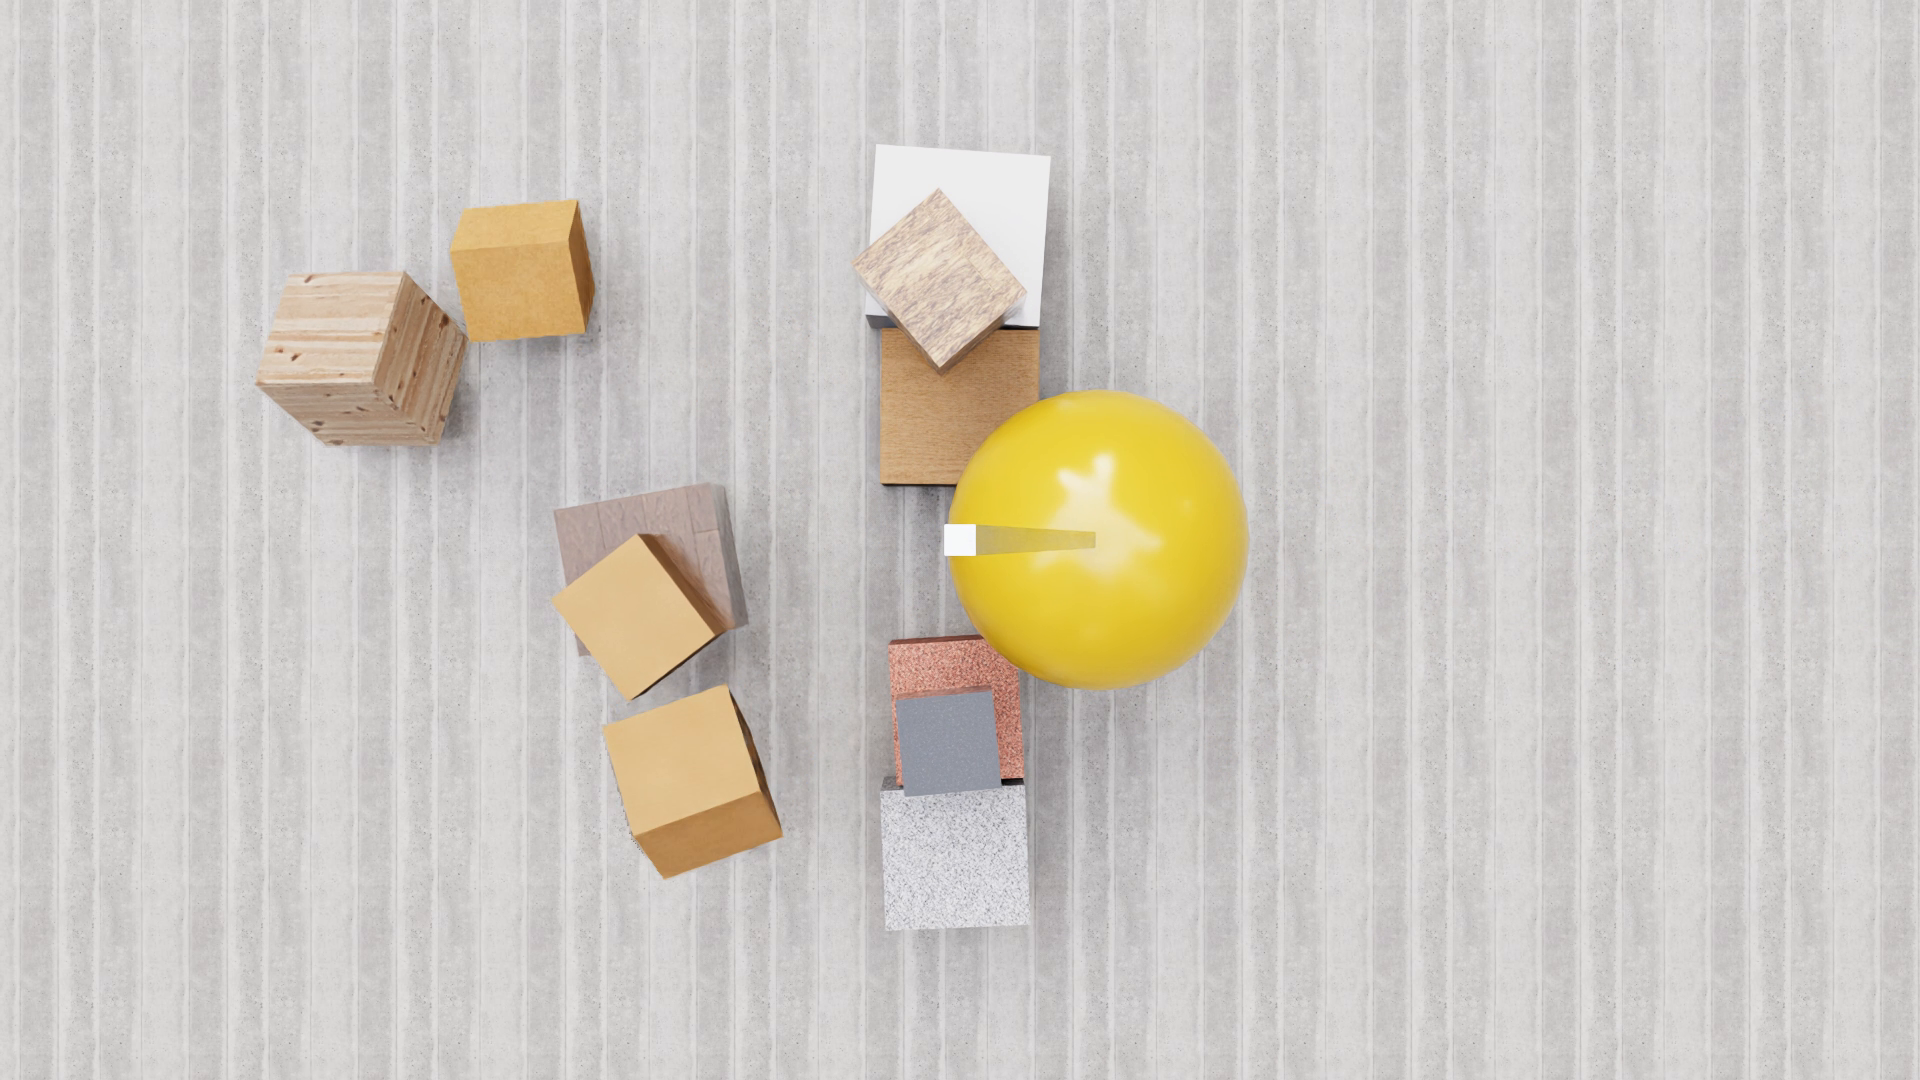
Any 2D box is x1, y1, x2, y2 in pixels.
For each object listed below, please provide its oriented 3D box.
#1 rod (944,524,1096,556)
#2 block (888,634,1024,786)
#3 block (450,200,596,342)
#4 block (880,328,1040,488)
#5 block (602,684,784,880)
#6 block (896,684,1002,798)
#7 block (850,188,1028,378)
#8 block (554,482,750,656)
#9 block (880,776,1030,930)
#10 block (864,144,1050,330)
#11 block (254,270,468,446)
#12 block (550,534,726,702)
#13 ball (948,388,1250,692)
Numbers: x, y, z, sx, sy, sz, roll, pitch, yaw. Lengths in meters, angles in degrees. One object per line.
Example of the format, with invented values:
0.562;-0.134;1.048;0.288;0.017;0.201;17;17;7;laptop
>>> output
0.315;0.000;8.249;0.080;5.200;0.080;0;90;7;rod
-0.020;0.959;12.652;0.717;0.697;0.785;-4;90;0;block
-2.497;-1.544;12.611;0.662;0.532;0.583;-5;124;1;block
-0.001;-0.746;12.651;0.883;0.697;0.867;1;90;0;block
-1.423;1.302;11.803;0.691;0.728;0.644;-19;63;-3;block
-0.062;1.092;12.032;0.522;0.543;0.520;-6;90;0;block
-0.109;-1.368;11.822;0.605;0.743;0.716;-40;90;0;block
-1.754;0.164;12.606;0.883;0.788;0.828;-10;90;0;block
-0.026;1.769;12.619;0.806;0.763;0.777;-2;90;0;block
-0.013;-1.690;12.597;0.968;0.806;0.945;4;90;0;block
-3.365;-1.015;12.420;0.753;0.733;0.704;1;65;20;block
-1.736;0.413;11.933;0.579;0.558;0.682;-37;90;0;block
0.727;0.000;11.624;1.600;1.600;1.600;0;90;0;ball
